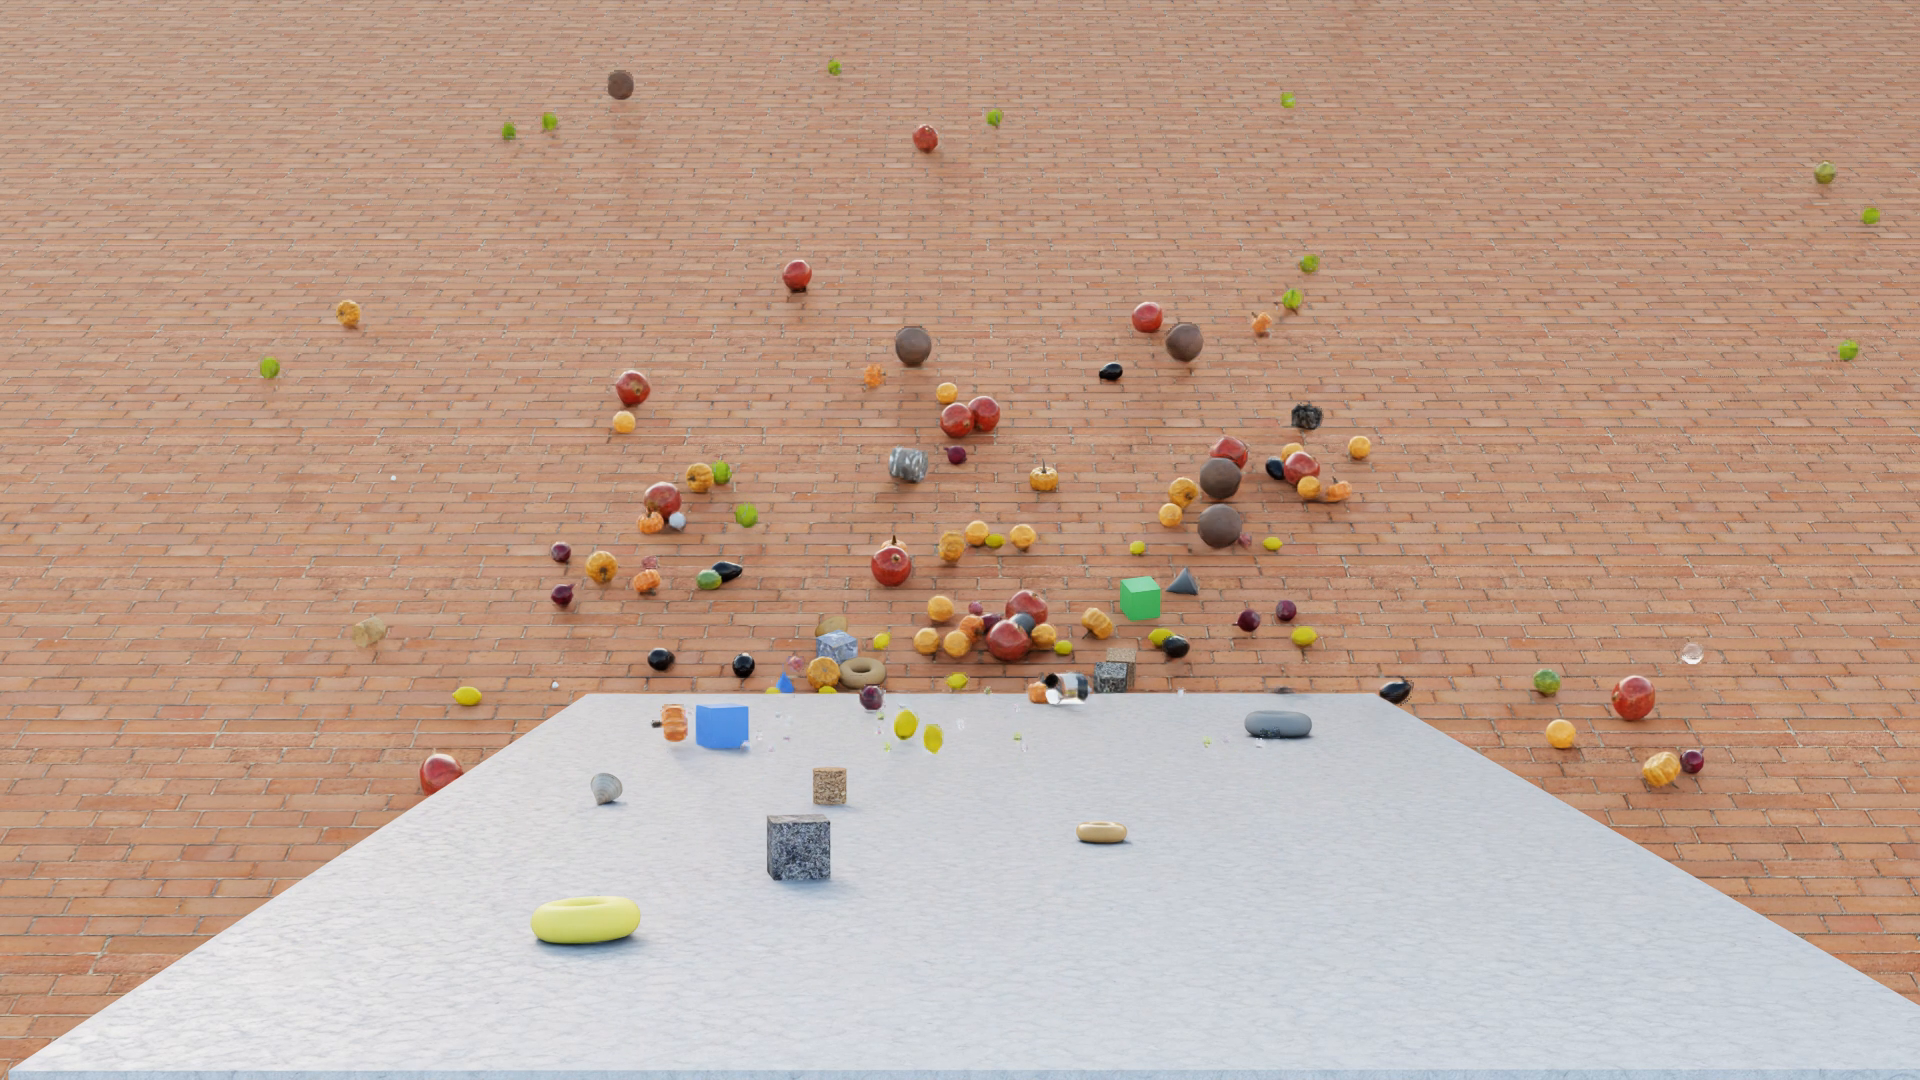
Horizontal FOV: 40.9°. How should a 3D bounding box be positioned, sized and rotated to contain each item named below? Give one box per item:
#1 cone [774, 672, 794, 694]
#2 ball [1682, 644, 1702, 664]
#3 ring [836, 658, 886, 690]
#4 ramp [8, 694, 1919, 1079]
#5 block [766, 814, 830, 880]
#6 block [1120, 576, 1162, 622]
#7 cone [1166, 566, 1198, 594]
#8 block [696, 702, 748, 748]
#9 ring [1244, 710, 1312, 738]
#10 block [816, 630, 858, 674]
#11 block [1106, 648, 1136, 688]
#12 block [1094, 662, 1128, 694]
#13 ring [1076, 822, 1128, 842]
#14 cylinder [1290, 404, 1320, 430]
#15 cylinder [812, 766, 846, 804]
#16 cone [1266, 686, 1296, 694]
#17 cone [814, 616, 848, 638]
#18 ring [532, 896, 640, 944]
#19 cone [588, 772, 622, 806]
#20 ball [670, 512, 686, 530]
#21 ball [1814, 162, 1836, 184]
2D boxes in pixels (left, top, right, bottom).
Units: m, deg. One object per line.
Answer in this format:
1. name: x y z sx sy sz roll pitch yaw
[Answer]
1. cone: -0.461 0.368 6.756 0.054 0.054 0.054 0 24 0
2. ball: 1.959 0.305 6.893 0.053 0.053 0.053 0 24 0
3. ring: -0.260 0.352 6.801 0.134 0.045 0.134 0 26 0
4. ramp: 0.056 0.507 4.550 2.000 0.100 4.000 0 2 0
5. block: -0.234 0.444 3.728 0.082 0.082 0.082 0 2 -11
6. block: 0.501 0.163 7.166 0.087 0.087 0.087 -7 25 -15
7. cone: 0.619 0.129 7.300 0.083 0.083 0.083 -24 21 13
8. block: -0.497 0.388 5.386 0.084 0.084 0.084 -1 2 -28
9. ring: 0.689 0.398 5.582 0.146 0.049 0.146 1 2 0
10. block: -0.328 0.298 6.879 0.078 0.078 0.078 -19 31 -36
11. block: 0.425 0.336 6.799 0.076 0.076 0.076 3 25 6
12. block: 0.391 0.375 6.706 0.082 0.082 0.082 3 25 6
13. ring: 0.223 0.460 4.061 0.081 0.027 0.081 1 1 0
14. cylinder: 1.130 -0.401 8.420 0.072 0.072 0.072 16 29 32
15. cylinder: -0.228 0.430 4.505 0.059 0.059 0.059 0 2 0
16. cone: 0.823 0.394 6.595 0.092 0.092 0.092 -2 61 4
17. cone: -0.330 0.274 6.973 0.098 0.098 0.098 -12 54 -25
18. ring: -0.471 0.478 3.247 0.138 0.046 0.138 -3 0 0
19. cone: -0.624 0.447 4.495 0.058 0.058 0.058 1 38 3
20. ball: -0.842 -0.057 7.690 0.051 0.051 0.051 0 24 0
21. ball: 3.672 -1.556 10.932 0.091 0.091 0.091 0 24 0
